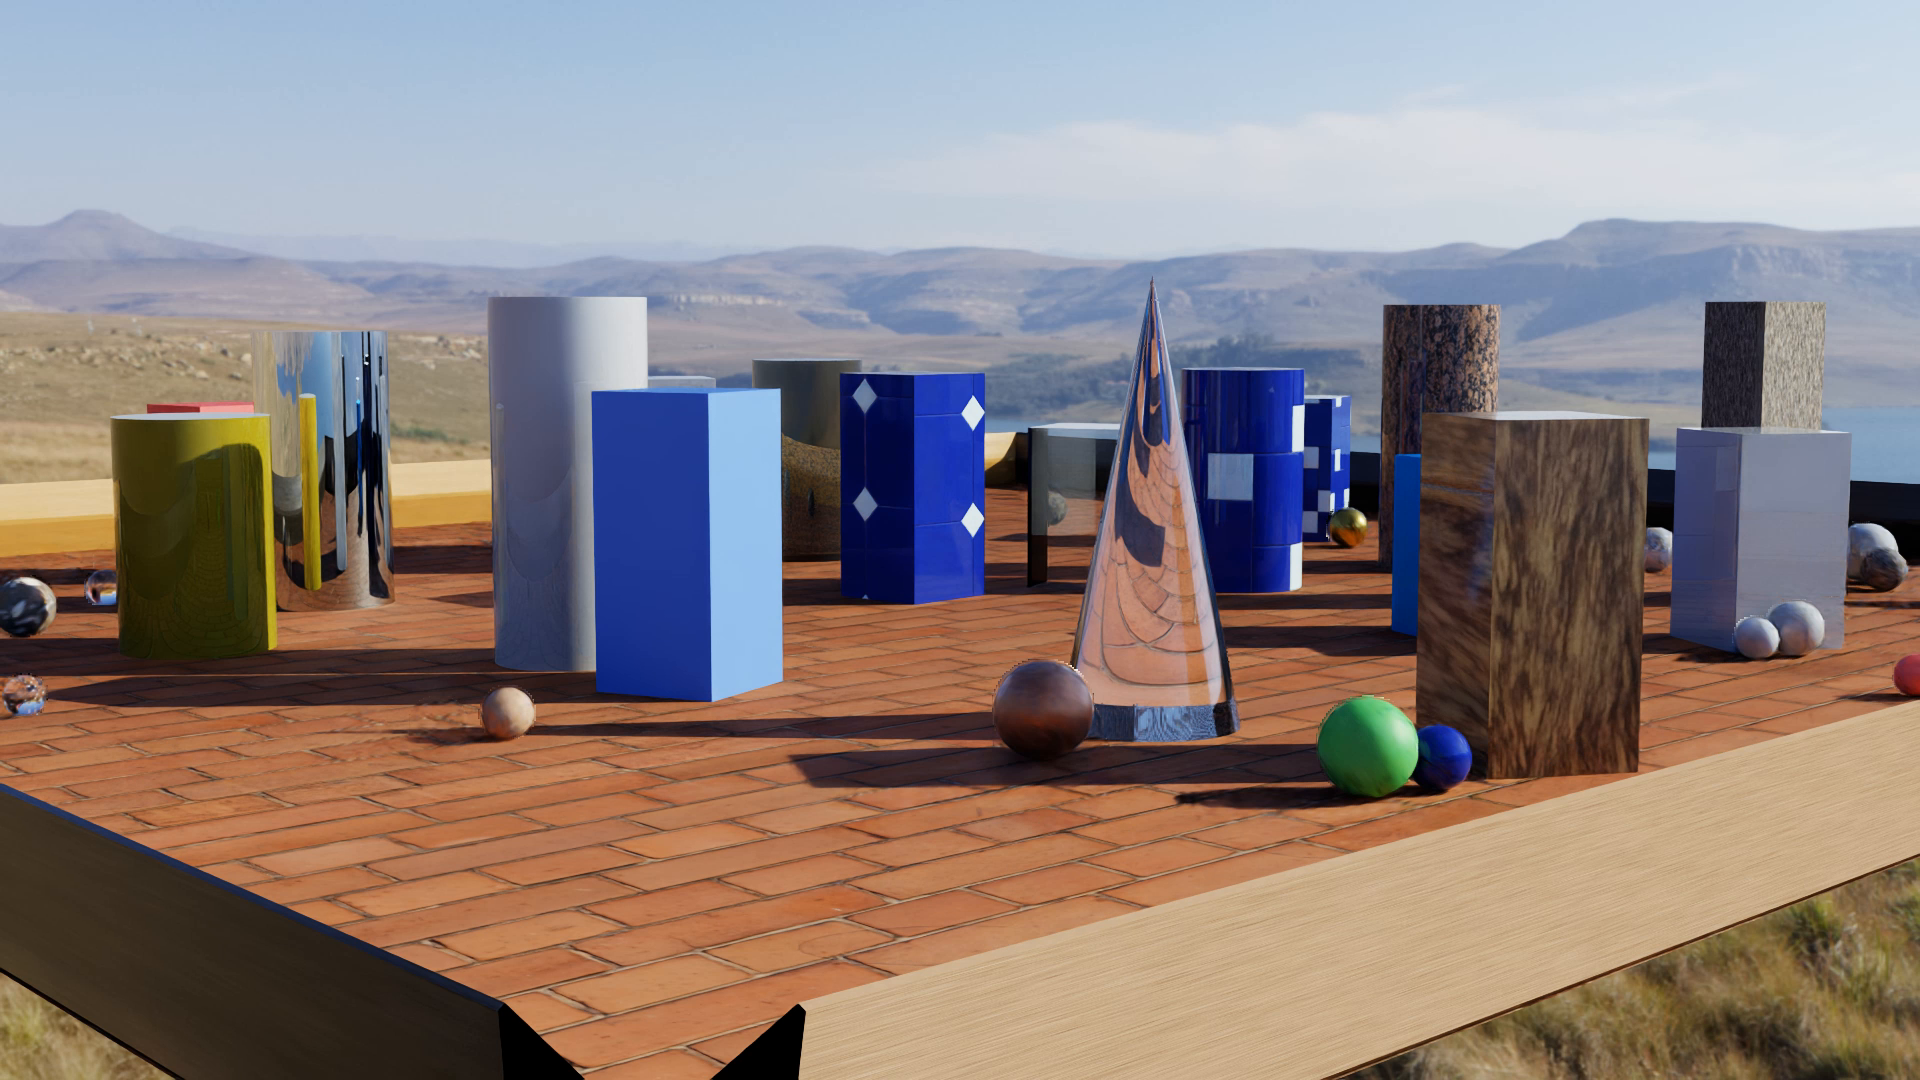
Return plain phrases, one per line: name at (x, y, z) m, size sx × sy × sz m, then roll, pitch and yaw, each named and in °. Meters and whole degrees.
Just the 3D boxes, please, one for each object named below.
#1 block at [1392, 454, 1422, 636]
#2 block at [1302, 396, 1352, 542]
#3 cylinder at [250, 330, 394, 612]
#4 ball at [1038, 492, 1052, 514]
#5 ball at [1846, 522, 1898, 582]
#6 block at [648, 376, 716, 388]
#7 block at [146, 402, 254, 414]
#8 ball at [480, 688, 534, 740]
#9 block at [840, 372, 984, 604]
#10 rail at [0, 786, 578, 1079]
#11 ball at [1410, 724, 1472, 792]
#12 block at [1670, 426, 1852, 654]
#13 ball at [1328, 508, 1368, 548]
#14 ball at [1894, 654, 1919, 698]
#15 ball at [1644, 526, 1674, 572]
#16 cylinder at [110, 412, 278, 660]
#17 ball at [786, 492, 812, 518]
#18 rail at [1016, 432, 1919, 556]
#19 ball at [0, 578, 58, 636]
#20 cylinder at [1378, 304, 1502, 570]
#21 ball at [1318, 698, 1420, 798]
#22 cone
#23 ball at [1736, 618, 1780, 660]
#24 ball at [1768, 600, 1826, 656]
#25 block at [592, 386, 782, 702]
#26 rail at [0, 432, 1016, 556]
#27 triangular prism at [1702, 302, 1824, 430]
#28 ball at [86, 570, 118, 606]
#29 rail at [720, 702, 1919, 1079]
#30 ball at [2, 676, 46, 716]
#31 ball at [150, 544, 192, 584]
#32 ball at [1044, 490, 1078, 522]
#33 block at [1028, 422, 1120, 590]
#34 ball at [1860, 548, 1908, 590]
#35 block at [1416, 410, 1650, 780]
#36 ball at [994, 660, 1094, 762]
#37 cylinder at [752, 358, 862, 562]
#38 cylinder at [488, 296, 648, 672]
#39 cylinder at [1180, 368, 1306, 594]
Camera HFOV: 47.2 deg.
block at (0.706, 0.009, 3.017) m, size 0.159 × 0.246 × 0.159 m, roll -2°, pitch 6°, yaw -20°
block at (0.672, -0.144, 4.335) m, size 0.159 × 0.277 × 0.159 m, roll 3°, pitch 6°, yaw 23°
cylinder at (-0.967, -0.110, 3.343) m, size 0.199 × 0.414 × 0.199 m, roll 0°, pitch 6°, yaw 0°
ball at (0.196, -0.081, 4.807) m, size 0.053 × 0.053 × 0.053 m, roll 0°, pitch 6°, yaw 0°
ball at (1.488, 0.021, 3.611) m, size 0.099 × 0.099 × 0.099 m, roll 0°, pitch 6°, yaw 0°
block at (-0.516, -0.118, 3.834) m, size 0.159 × 0.329 × 0.159 m, roll -2°, pitch 6°, yaw -15°
block at (-1.246, -0.084, 3.699) m, size 0.159 × 0.289 × 0.159 m, roll 5°, pitch 8°, yaw 39°
ball at (-0.472, 0.181, 2.292) m, size 0.054 × 0.054 × 0.054 m, roll 0°, pitch 6°, yaw 0°
block at (-0.074, -0.086, 3.436) m, size 0.159 × 0.348 × 0.159 m, roll 5°, pitch 8°, yaw 42°
rail at (-1.261, 0.154, 2.174) m, size 0.045 × 0.129 × 3.342 m, roll -5°, pitch 8°, yaw -42°
ball at (0.445, 0.202, 2.045) m, size 0.062 × 0.062 × 0.062 m, roll 0°, pitch 6°, yaw 0°
block at (1.071, -0.004, 2.949) m, size 0.159 × 0.286 × 0.159 m, roll -1°, pitch 6°, yaw -12°
ball at (0.733, -0.023, 4.149) m, size 0.076 × 0.076 × 0.076 m, roll 0°, pitch 6°, yaw 0°
ball at (1.107, 0.157, 2.542) m, size 0.050 × 0.050 × 0.050 m, roll 0°, pitch 6°, yaw 0°
ball at (1.194, 0.015, 3.774) m, size 0.077 × 0.077 × 0.077 m, roll 0°, pitch 6°, yaw 0°
cylinder at (-1.008, -0.010, 2.899) m, size 0.199 × 0.307 × 0.199 m, roll 0°, pitch 6°, yaw 0°
ball at (-0.346, -0.075, 4.731) m, size 0.058 × 0.058 × 0.058 m, roll 0°, pitch 6°, yaw 0°
rail at (1.261, -0.087, 4.489) m, size 0.045 × 0.129 × 3.342 m, roll -5°, pitch 8°, yaw -42°
ball at (-1.281, 0.092, 3.014) m, size 0.082 × 0.082 × 0.082 m, roll 0°, pitch 6°, yaw 0°
cylinder at (0.832, -0.180, 3.821) m, size 0.199 × 0.455 × 0.199 m, roll 0°, pitch 6°, yaw 0°
ball at (0.374, 0.191, 2.017) m, size 0.091 × 0.091 × 0.091 m, roll 0°, pitch 6°, yaw 0°
cone at (0.204, -0.041, 2.352) m, size 0.199 × 0.483 × 0.199 m, roll 0°, pitch 6°, yaw 0°
ball at (1.021, 0.126, 2.817) m, size 0.054 × 0.054 × 0.054 m, roll 0°, pitch 6°, yaw 0°
ball at (1.081, 0.114, 2.845) m, size 0.072 × 0.072 × 0.072 m, roll 0°, pitch 6°, yaw 0°
block at (-0.320, -0.001, 2.599) m, size 0.159 × 0.352 × 0.159 m, roll 3°, pitch 7°, yaw 26°
rail at (-1.117, -0.092, 4.536) m, size 3.480 × 0.129 × 0.045 m, roll -5°, pitch 8°, yaw -42°
triangular prism at (1.218, -0.140, 3.416) m, size 0.172 × 0.458 × 0.149 m, roll -5°, pitch 8°, yaw -38°
ball at (-1.291, 0.072, 3.324) m, size 0.056 × 0.056 × 0.056 m, roll 0°, pitch 6°, yaw 0°
rail at (1.117, 0.159, 2.128) m, size 3.480 × 0.129 × 0.045 m, roll -5°, pitch 8°, yaw -42°
ball at (-1.031, 0.172, 2.423) m, size 0.045 × 0.045 × 0.045 m, roll 0°, pitch 6°, yaw 0°
ball at (-1.287, 0.040, 3.585) m, size 0.066 × 0.066 × 0.066 m, roll 0°, pitch 6°, yaw 0°
ball at (0.213, -0.071, 4.636) m, size 0.070 × 0.070 × 0.070 m, roll 0°, pitch 6°, yaw 0°
block at (0.212, -0.056, 3.577) m, size 0.159 × 0.259 × 0.159 m, roll 2°, pitch 6°, yaw 22°
ball at (1.475, 0.046, 3.511) m, size 0.069 × 0.069 × 0.069 m, roll 0°, pitch 6°, yaw 0°
block at (0.561, 0.048, 2.170) m, size 0.159 × 0.343 × 0.159 m, roll -1°, pitch 6°, yaw -13°
ball at (0.083, 0.169, 2.183) m, size 0.100 × 0.100 × 0.100 m, roll 0°, pitch 6°, yaw 0°
cylinder at (-0.276, -0.149, 3.991) m, size 0.199 × 0.357 × 0.199 m, roll 0°, pitch 6°, yaw 0°
cylinder at (-0.495, -0.077, 2.797) m, size 0.199 × 0.461 × 0.199 m, roll 0°, pitch 6°, yaw 0°
cylinder at (0.456, -0.101, 3.561) m, size 0.199 × 0.352 × 0.199 m, roll 0°, pitch 6°, yaw 0°
